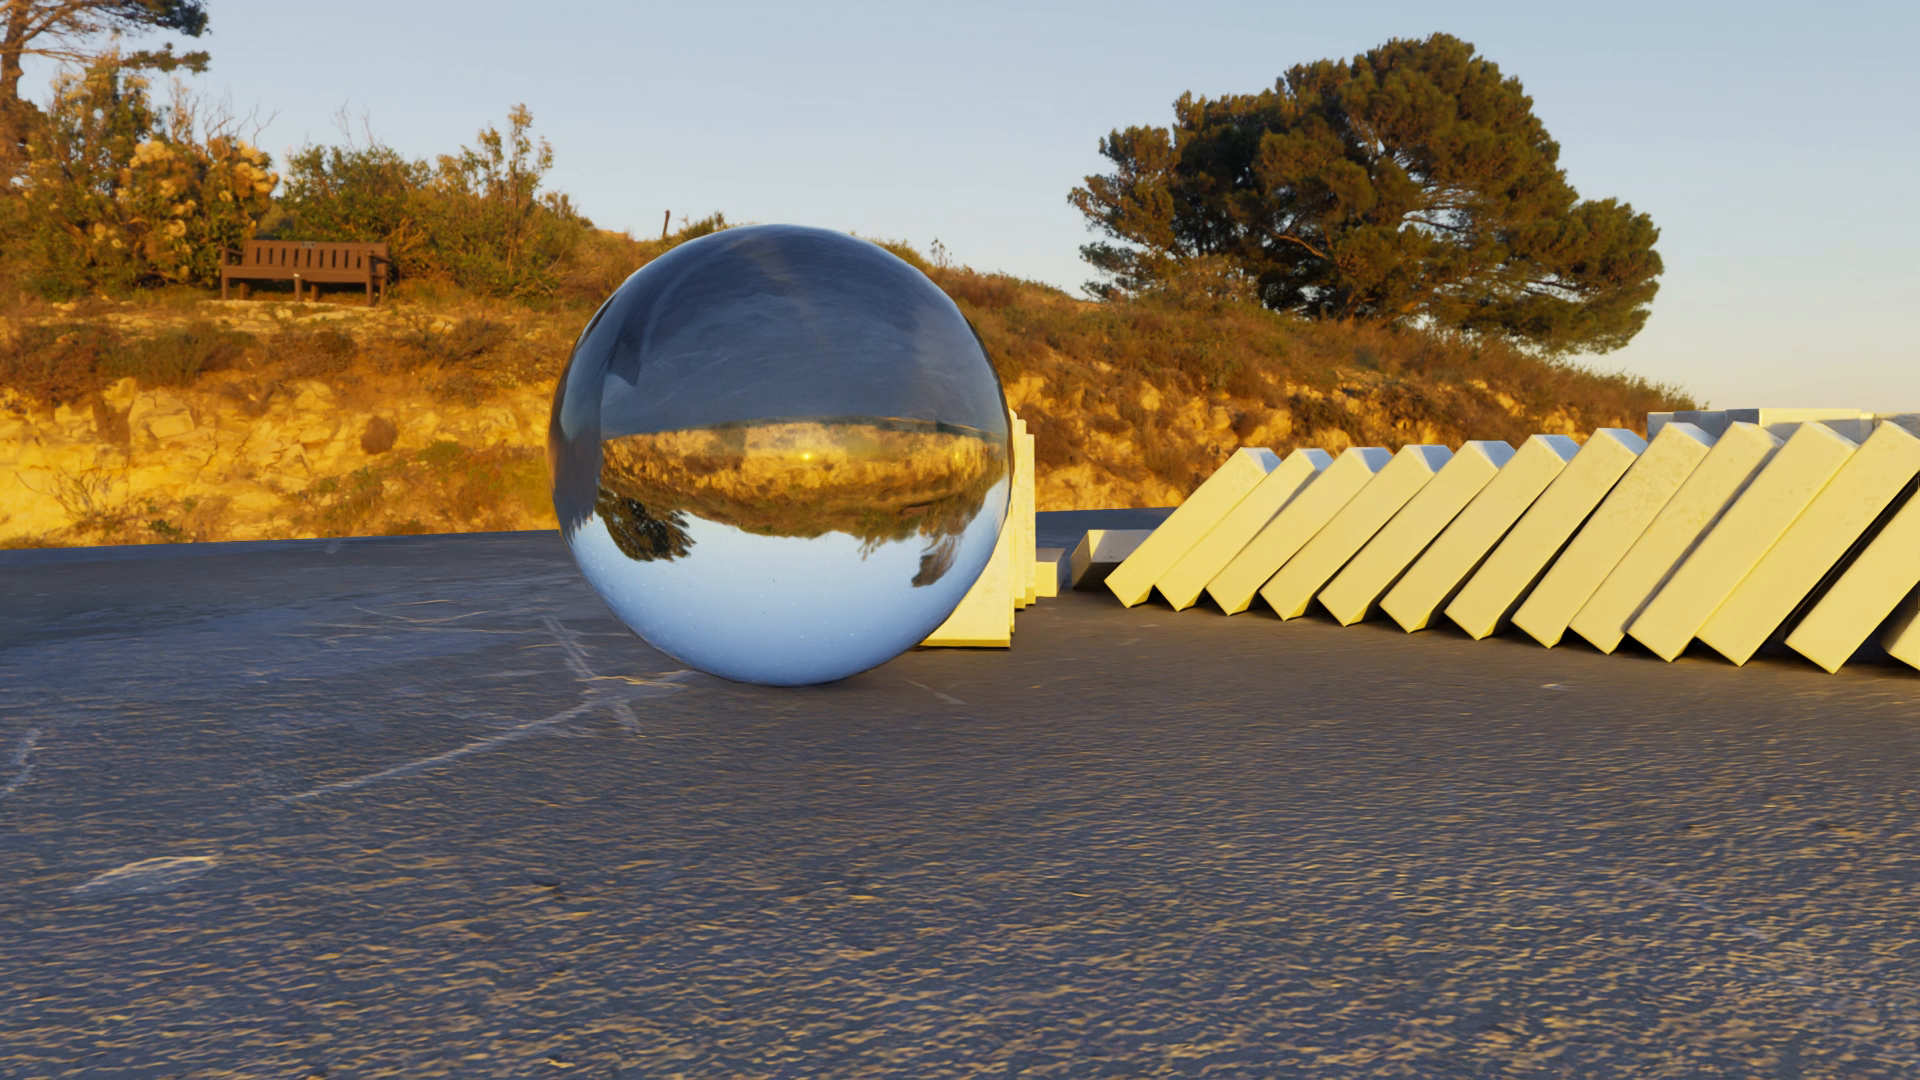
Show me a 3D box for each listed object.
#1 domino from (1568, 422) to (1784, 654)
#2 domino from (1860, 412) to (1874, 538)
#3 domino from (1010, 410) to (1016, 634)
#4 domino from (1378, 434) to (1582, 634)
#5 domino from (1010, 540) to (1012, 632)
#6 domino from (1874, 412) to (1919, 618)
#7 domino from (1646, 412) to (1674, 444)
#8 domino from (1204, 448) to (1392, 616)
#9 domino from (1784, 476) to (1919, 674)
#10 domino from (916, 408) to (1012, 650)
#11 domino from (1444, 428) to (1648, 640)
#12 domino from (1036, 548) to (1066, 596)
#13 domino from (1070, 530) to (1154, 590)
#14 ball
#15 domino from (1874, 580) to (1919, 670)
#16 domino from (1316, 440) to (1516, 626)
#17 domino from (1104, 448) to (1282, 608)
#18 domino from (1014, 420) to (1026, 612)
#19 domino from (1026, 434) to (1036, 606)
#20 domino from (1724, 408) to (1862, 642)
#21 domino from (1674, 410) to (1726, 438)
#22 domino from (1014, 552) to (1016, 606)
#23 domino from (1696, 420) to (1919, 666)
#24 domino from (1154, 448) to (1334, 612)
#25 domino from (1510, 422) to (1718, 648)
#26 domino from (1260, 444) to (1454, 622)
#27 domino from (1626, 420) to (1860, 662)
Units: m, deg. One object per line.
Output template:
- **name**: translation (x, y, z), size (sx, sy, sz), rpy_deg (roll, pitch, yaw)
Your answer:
- **domino**: translation (0.146, 0.000, 0.260), size (0.009, 0.050, 0.025), rpy_deg (43, 28, 29)
- **domino**: translation (0.220, -0.007, 0.327), size (0.009, 0.050, 0.025), rpy_deg (0, 4, 10)
- **domino**: translation (0.000, -0.004, 0.290), size (0.025, 0.050, 0.009), rpy_deg (0, -17, 3)
- **domino**: translation (0.118, -0.001, 0.287), size (0.025, 0.050, 0.010), rpy_deg (-5, 47, -49)
- **domino**: translation (-0.001, -0.003, 0.280), size (0.025, 0.050, 0.009), rpy_deg (0, -17, 3)
- **domino**: translation (0.234, -0.006, 0.319), size (0.009, 0.050, 0.025), rpy_deg (2, 5, 40)
- **domino**: translation (0.179, -0.006, 0.310), size (0.025, 0.050, 0.009), rpy_deg (2, 5, 27)
- **domino**: translation (0.086, -0.002, 0.317), size (0.025, 0.010, 0.050), rpy_deg (-6, -37, -53)
- **domino**: translation (0.176, 0.001, 0.241), size (0.009, 0.050, 0.025), rpy_deg (40, 23, 24)
- **domino**: translation (-0.002, -0.003, 0.269), size (0.025, 0.050, 0.010), rpy_deg (0, -17, 3)
- **domino**: translation (0.128, -0.001, 0.278), size (0.025, 0.050, 0.009), rpy_deg (-5, 43, -50)
- **domino**: translation (0.018, 0.009, 0.384), size (0.025, 0.009, 0.050), rpy_deg (1, 4, 8)
- **domino**: translation (0.059, 0.006, 0.369), size (0.050, 0.010, 0.025), rpy_deg (-1, -19, -8)
- **ball**: translation (-0.030, -0.014, 0.224), size (0.080, 0.080, 0.080), rpy_deg (0, 4, 0)
- **domino**: translation (0.189, 0.001, 0.234), size (0.009, 0.050, 0.025), rpy_deg (34, 20, 24)
- **domino**: translation (0.108, -0.001, 0.297), size (0.025, 0.050, 0.010), rpy_deg (-5, 49, -49)
- **domino**: translation (0.062, -0.003, 0.334), size (0.050, 0.009, 0.025), rpy_deg (-47, -18, 24)
- **domino**: translation (0.004, -0.007, 0.333), size (0.025, 0.050, 0.009), rpy_deg (0, -23, 3)
- **domino**: translation (0.008, -0.006, 0.348), size (0.025, 0.050, 0.009), rpy_deg (0, -34, 2)
- **domino**: translation (0.181, -0.003, 0.280), size (0.025, 0.050, 0.009), rpy_deg (-1, 4, -10)
- **domino**: translation (0.178, -0.005, 0.295), size (0.025, 0.050, 0.009), rpy_deg (0, 4, -4)
- **domino**: translation (0.001, -0.006, 0.320), size (0.025, 0.050, 0.009), rpy_deg (0, -18, 3)
- **domino**: translation (0.165, 0.001, 0.247), size (0.009, 0.050, 0.025), rpy_deg (43, 28, 29)
- **domino**: translation (0.074, -0.003, 0.328), size (0.050, 0.009, 0.025), rpy_deg (-47, -18, 24)
- **domino**: translation (0.138, -0.001, 0.268), size (0.009, 0.050, 0.025), rpy_deg (43, 29, 29)
- **domino**: translation (0.097, -0.002, 0.307), size (0.025, 0.050, 0.010), rpy_deg (-5, 51, -50)
- **domino**: translation (0.154, 0.000, 0.251), size (0.009, 0.050, 0.025), rpy_deg (43, 28, 29)
